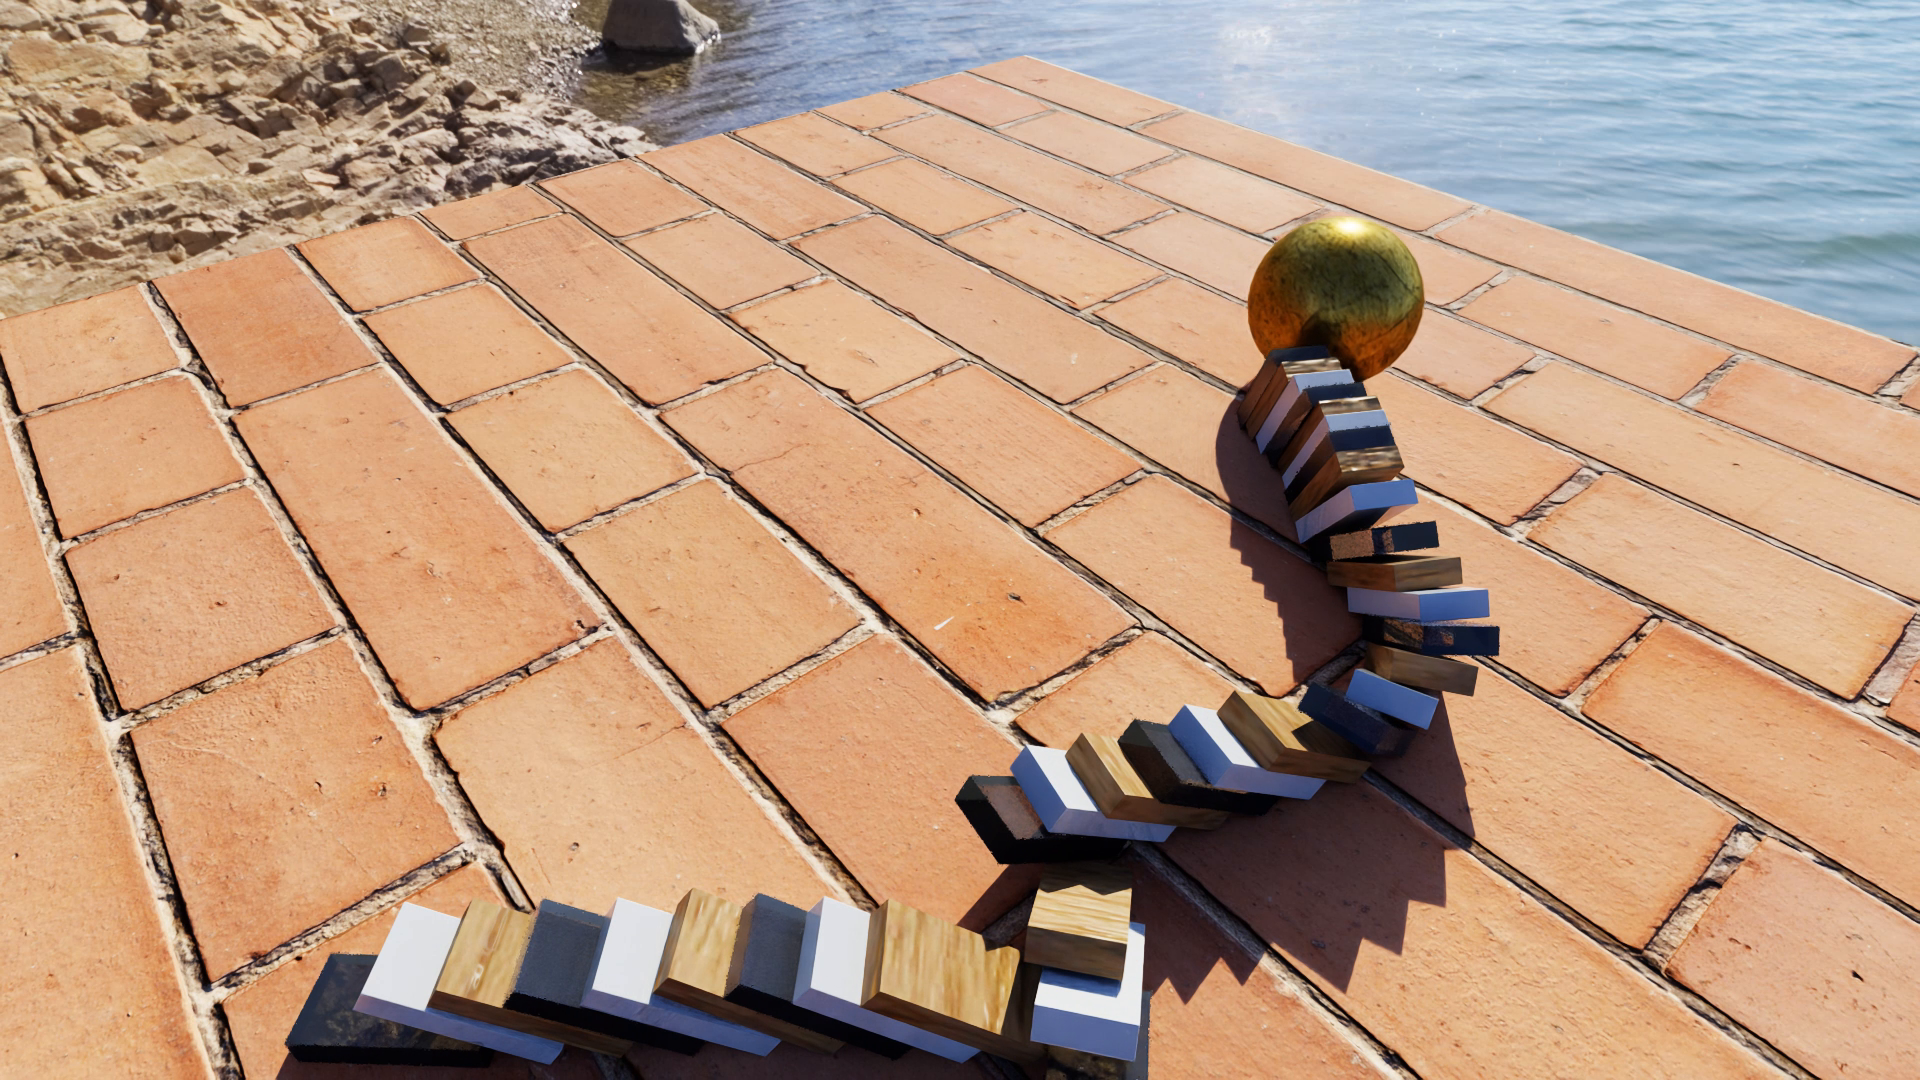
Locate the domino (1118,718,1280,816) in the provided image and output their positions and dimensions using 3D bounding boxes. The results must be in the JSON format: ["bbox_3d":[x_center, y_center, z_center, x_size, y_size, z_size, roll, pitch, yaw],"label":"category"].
[{"bbox_3d":[0.074,0.070,0.337,0.050,0.010,0.025,17,26,-38],"label":"domino"}]

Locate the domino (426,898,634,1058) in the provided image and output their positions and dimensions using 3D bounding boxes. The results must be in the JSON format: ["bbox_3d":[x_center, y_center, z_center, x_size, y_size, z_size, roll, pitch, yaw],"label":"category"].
[{"bbox_3d":[-0.107,0.114,0.285,0.050,0.009,0.025,26,36,-19],"label":"domino"}]

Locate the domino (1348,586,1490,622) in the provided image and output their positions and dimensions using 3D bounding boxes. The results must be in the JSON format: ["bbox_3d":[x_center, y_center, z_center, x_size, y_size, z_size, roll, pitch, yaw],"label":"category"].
[{"bbox_3d":[0.163,0.022,0.393,0.025,0.010,0.050,-4,1,-7],"label":"domino"}]

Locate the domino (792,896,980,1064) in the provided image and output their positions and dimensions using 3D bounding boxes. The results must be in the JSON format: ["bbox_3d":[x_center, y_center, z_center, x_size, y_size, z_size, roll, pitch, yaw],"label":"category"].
[{"bbox_3d":[-0.017,0.114,0.284,0.050,0.010,0.025,28,35,-19],"label":"domino"}]

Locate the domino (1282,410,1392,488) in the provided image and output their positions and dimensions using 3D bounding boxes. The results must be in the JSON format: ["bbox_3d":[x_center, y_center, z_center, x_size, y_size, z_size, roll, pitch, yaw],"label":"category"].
[{"bbox_3d":[0.155,-0.035,0.455,0.025,0.050,0.010,-7,65,-8],"label":"domino"}]

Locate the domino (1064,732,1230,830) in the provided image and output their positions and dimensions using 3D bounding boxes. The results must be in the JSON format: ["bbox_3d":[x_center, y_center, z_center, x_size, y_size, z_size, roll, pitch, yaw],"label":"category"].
[{"bbox_3d":[0.058,0.073,0.333,0.050,0.010,0.025,17,26,-38],"label":"domino"}]

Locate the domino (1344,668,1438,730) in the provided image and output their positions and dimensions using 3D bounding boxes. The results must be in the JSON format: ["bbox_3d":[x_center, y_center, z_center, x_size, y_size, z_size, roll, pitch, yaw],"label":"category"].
[{"bbox_3d":[0.141,0.051,0.357,0.025,0.009,0.050,21,2,24],"label":"domino"}]

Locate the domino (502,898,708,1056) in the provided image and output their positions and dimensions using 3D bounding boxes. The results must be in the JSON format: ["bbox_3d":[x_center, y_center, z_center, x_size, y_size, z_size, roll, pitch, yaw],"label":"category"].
[{"bbox_3d":[-0.089,0.113,0.285,0.050,0.010,0.025,25,36,-20],"label":"domino"}]

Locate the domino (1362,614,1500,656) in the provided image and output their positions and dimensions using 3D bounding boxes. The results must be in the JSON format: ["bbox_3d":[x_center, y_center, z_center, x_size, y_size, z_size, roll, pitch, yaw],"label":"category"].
[{"bbox_3d":[0.161,0.032,0.380,0.025,0.010,0.050,1,1,-1],"label":"domino"}]

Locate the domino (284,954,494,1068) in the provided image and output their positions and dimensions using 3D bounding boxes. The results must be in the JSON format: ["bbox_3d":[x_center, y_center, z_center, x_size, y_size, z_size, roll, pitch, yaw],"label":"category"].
[{"bbox_3d":[-0.146,0.124,0.292,0.050,0.010,0.025,1,39,1],"label":"domino"}]

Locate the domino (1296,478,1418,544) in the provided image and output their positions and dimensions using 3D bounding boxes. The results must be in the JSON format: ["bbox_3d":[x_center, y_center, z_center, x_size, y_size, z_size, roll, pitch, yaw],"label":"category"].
[{"bbox_3d":[0.153,-0.010,0.428,0.025,0.050,0.010,-6,76,-8],"label":"domino"}]

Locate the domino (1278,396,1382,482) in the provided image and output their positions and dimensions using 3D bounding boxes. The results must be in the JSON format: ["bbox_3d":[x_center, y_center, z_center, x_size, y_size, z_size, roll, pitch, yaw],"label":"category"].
[{"bbox_3d":[0.155,-0.042,0.464,0.025,0.050,0.009,-7,65,-8],"label":"domino"}]

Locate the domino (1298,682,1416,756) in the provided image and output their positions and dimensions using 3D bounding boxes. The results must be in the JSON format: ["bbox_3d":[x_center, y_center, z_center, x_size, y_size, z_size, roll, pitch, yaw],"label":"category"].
[{"bbox_3d":[0.127,0.057,0.349,0.025,0.010,0.050,32,7,33],"label":"domino"}]

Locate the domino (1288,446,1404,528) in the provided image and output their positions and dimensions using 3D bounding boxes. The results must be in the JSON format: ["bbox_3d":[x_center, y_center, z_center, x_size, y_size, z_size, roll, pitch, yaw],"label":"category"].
[{"bbox_3d":[0.153,-0.021,0.438,0.025,0.050,0.009,-6,68,-8],"label":"domino"}]

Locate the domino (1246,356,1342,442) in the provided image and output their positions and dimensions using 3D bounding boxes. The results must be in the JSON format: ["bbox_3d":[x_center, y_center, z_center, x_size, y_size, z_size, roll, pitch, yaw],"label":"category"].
[{"bbox_3d":[0.147,-0.062,0.487,0.025,0.050,0.010,-7,65,-8],"label":"domino"}]

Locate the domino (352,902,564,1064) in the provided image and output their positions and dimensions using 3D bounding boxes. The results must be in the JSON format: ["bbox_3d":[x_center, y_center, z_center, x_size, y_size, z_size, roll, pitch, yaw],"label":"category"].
[{"bbox_3d":[-0.125,0.115,0.284,0.050,0.010,0.025,26,35,-18],"label":"domino"}]

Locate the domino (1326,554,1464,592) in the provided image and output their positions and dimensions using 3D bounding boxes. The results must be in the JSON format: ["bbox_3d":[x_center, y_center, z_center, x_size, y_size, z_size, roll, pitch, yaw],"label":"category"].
[{"bbox_3d":[0.159,0.012,0.406,0.025,0.009,0.050,-6,1,-8],"label":"domino"}]

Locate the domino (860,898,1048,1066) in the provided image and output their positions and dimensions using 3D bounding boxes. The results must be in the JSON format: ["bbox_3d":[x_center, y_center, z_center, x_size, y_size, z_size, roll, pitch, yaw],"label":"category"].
[{"bbox_3d":[-0.001,0.114,0.283,0.050,0.010,0.025,28,35,-19],"label":"domino"}]

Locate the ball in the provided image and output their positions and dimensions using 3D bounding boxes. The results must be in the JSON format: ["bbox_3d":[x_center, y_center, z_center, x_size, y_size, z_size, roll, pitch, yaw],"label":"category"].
[{"bbox_3d":[0.179,-0.113,0.526,0.080,0.080,0.080,0,39,0],"label":"ball"}]

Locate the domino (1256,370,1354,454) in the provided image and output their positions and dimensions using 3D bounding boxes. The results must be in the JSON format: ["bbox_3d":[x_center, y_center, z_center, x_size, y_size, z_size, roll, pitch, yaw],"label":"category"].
[{"bbox_3d":[0.150,-0.055,0.479,0.025,0.050,0.010,-7,65,-8],"label":"domino"}]

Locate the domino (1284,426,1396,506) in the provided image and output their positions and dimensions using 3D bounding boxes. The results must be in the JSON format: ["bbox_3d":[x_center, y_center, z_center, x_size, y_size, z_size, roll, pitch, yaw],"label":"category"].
[{"bbox_3d":[0.153,-0.028,0.447,0.025,0.050,0.009,-7,65,-8],"label":"domino"}]

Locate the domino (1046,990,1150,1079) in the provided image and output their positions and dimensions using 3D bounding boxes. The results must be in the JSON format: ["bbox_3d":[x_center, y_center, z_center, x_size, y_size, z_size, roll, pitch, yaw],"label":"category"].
[{"bbox_3d":[0.034,0.137,0.276,0.025,0.009,0.050,6,40,7],"label":"domino"}]

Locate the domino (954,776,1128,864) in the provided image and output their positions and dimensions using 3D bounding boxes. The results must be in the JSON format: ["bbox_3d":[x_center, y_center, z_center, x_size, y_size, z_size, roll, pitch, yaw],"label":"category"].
[{"bbox_3d":[0.025,0.082,0.323,0.050,0.009,0.025,12,26,-42],"label":"domino"}]

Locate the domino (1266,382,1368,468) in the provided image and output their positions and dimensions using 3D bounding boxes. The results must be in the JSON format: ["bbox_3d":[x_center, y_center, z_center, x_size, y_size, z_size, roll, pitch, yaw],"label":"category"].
[{"bbox_3d":[0.152,-0.049,0.471,0.025,0.050,0.009,-7,65,-8],"label":"domino"}]

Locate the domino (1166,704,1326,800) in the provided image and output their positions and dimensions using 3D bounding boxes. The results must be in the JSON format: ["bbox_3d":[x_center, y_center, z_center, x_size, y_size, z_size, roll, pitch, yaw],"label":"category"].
[{"bbox_3d":[0.090,0.066,0.342,0.050,0.010,0.025,16,26,-38],"label":"domino"}]

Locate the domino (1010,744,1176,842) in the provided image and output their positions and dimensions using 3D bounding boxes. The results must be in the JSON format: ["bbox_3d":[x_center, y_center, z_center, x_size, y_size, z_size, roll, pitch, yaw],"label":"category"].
[{"bbox_3d":[0.041,0.076,0.329,0.050,0.010,0.025,17,25,-38],"label":"domino"}]

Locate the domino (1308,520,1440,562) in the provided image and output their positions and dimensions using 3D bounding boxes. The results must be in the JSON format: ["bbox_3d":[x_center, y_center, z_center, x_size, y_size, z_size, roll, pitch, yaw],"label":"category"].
[{"bbox_3d":[0.156,0.001,0.417,0.025,0.010,0.050,-6,-3,-8],"label":"domino"}]

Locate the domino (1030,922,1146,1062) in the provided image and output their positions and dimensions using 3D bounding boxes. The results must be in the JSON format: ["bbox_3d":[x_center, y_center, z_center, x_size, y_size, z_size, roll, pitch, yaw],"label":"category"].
[{"bbox_3d":[0.034,0.114,0.285,0.025,0.010,0.050,7,9,10],"label":"domino"}]

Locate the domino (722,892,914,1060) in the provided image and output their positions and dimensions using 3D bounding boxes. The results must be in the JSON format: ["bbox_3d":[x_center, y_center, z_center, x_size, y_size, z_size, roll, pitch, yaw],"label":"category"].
[{"bbox_3d":[-0.034,0.113,0.285,0.050,0.010,0.025,28,35,-19],"label":"domino"}]

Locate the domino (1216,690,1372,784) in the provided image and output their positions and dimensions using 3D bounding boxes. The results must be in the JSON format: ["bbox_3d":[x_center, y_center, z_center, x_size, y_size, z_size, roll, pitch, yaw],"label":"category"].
[{"bbox_3d":[0.106,0.062,0.346,0.050,0.010,0.025,16,25,-39],"label":"domino"}]

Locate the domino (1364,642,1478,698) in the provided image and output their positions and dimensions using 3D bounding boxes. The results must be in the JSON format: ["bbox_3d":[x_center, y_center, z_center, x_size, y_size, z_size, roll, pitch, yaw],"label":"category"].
[{"bbox_3d":[0.153,0.043,0.368,0.025,0.009,0.050,10,0,12],"label":"domino"}]

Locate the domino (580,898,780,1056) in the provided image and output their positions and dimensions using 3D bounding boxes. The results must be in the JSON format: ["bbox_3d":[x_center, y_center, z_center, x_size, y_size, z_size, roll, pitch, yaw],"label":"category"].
[{"bbox_3d":[-0.070,0.114,0.285,0.050,0.010,0.025,25,36,-19],"label":"domino"}]

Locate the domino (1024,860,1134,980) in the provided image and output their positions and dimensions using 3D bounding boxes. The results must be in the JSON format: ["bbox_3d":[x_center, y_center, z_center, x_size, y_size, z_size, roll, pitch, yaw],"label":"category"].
[{"bbox_3d":[0.033,0.101,0.299,0.025,0.009,0.050,7,6,10],"label":"domino"}]

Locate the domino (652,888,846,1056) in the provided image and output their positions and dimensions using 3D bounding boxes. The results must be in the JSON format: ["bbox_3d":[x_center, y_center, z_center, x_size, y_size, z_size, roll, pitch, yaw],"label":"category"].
[{"bbox_3d":[-0.052,0.112,0.286,0.050,0.010,0.025,29,35,-18],"label":"domino"}]

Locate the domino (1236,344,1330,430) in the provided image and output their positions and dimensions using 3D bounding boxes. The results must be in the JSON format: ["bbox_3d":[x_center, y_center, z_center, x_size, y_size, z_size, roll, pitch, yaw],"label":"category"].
[{"bbox_3d":[0.145,-0.068,0.495,0.025,0.050,0.009,-7,65,-8],"label":"domino"}]
